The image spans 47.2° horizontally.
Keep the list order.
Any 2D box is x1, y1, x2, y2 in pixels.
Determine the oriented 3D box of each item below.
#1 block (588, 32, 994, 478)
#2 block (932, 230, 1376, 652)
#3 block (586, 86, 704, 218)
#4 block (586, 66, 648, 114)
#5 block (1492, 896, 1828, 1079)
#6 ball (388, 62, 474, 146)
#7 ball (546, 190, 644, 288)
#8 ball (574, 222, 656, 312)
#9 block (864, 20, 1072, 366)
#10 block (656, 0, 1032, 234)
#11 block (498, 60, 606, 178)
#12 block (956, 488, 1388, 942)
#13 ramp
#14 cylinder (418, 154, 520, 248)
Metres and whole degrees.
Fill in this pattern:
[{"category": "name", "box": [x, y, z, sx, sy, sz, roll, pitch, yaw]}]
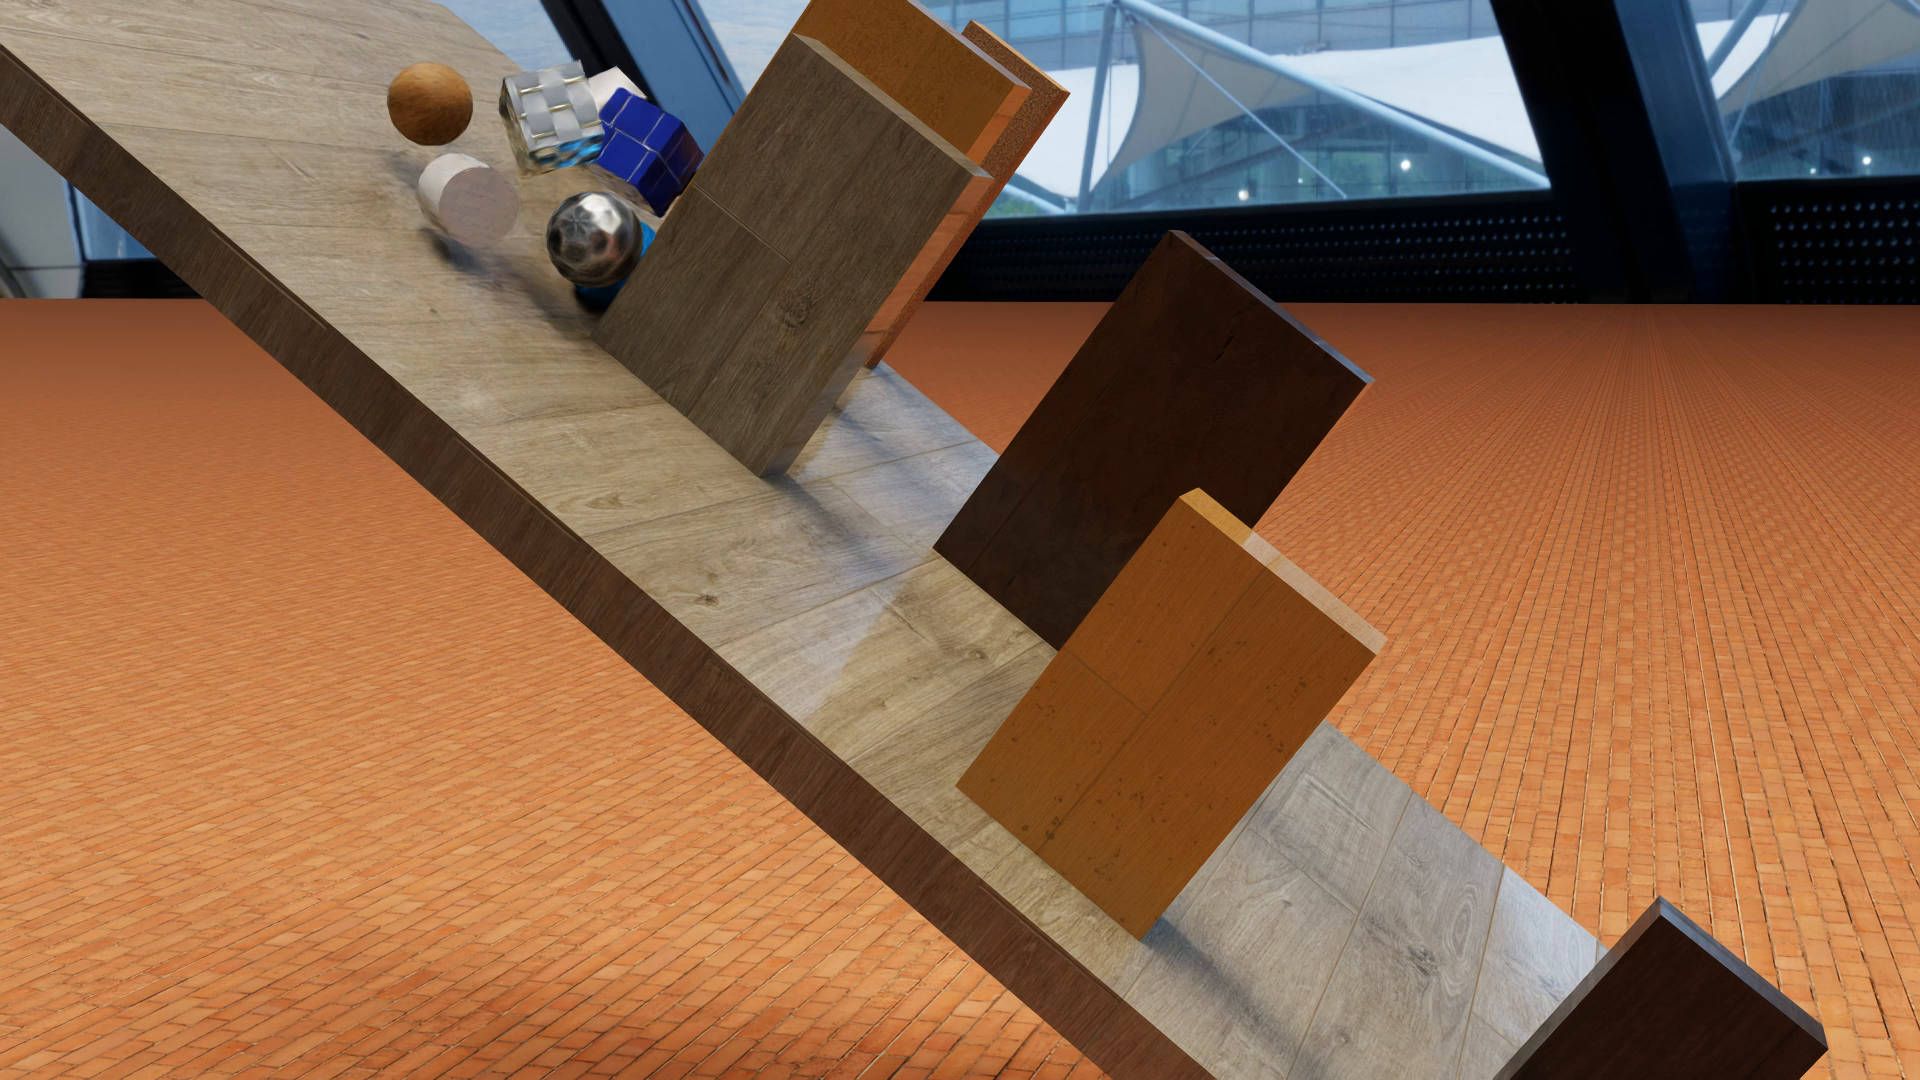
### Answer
[{"category": "block", "box": [-0.300, -0.493, 3.855, 0.406, 0.650, 0.126, 39, 16, 9]}, {"category": "block", "box": [0.351, -0.138, 4.064, 0.449, 0.740, 0.132, 39, 16, 9]}, {"category": "block", "box": [-0.646, -0.782, 4.441, 0.161, 0.161, 0.161, 31, -8, 17]}, {"category": "block", "box": [-0.786, -0.942, 4.929, 0.143, 0.143, 0.143, -29, 54, -19]}, {"category": "block", "box": [1.010, 0.809, 3.279, 0.295, 0.465, 0.106, 39, 16, 9]}, {"category": "ball", "box": [-0.969, -0.798, 4.024, 0.153, 0.153, 0.153, 0, 7, 0]}, {"category": "ball", "box": [-0.642, -0.528, 3.867, 0.170, 0.170, 0.170, 0, 7, 0]}, {"category": "ball", "box": [-0.630, -0.508, 4.066, 0.181, 0.181, 0.181, 0, 7, 0]}, {"category": "block", "box": [-0.083, -0.766, 4.907, 0.257, 0.753, 0.084, 39, 16, 9]}, {"category": "block", "box": [-0.259, -0.734, 4.439, 0.440, 0.754, 0.125, 39, 16, 9]}, {"category": "block", "box": [-0.721, -0.740, 3.877, 0.138, 0.138, 0.138, -18, -6, -19]}, {"category": "block", "box": [0.305, 0.252, 3.210, 0.351, 0.549, 0.146, 39, 16, 9]}, {"category": "ramp", "box": [-0.050, 0.108, 4.063, 4.000, 0.100, 2.000, 39, 16, 9]}, {"category": "cylinder", "box": [-0.854, -0.589, 3.812, 0.139, 0.139, 0.139, -4, 19, -29]}]
